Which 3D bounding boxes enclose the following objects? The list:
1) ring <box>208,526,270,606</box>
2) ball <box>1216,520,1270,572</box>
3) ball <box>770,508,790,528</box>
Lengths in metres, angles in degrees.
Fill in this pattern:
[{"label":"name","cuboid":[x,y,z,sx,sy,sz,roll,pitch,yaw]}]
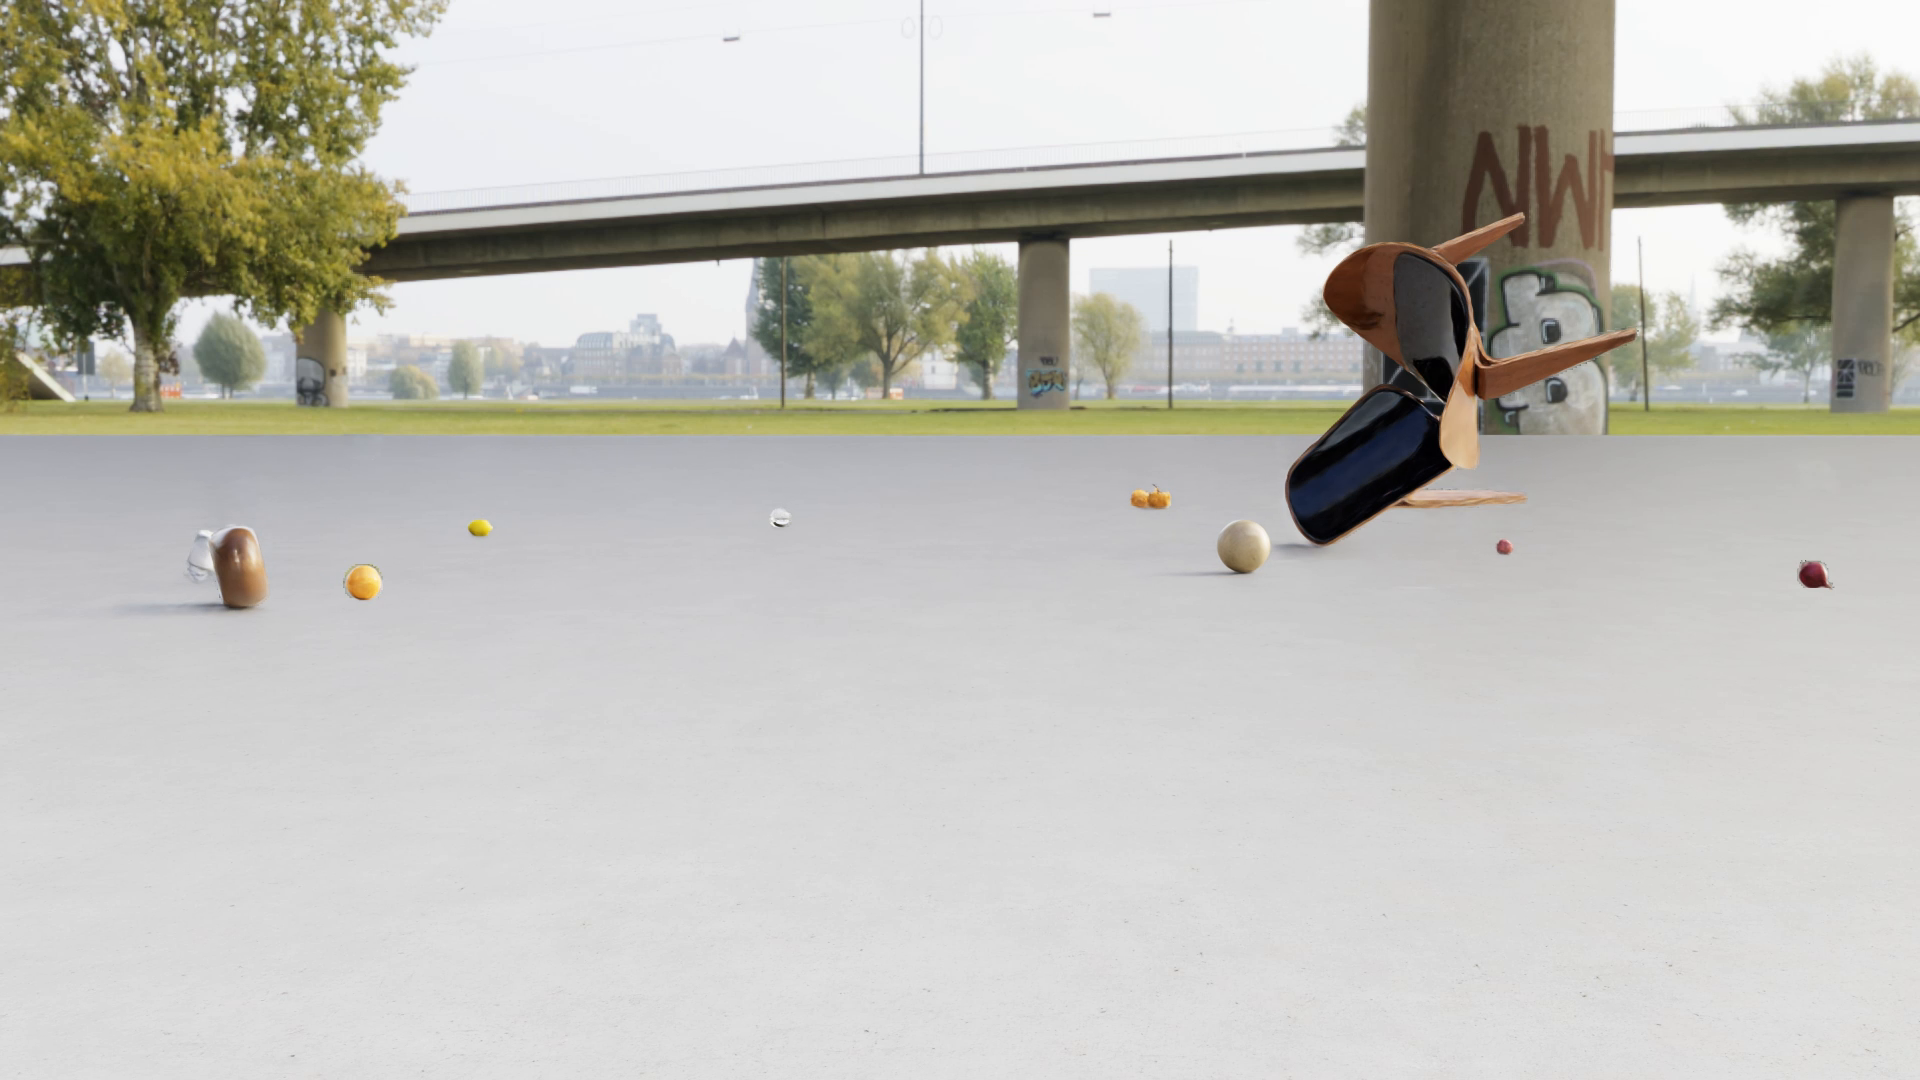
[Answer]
[{"label":"ring","cuboid":[-1.476,0.054,4.503,0.094,0.166,0.311,-17,-2,-19]},{"label":"ball","cuboid":[0.693,0.015,5.378,0.131,0.131,0.131,0,4,0]},{"label":"ball","cuboid":[-0.581,-0.070,7.103,0.064,0.064,0.064,0,4,0]}]
